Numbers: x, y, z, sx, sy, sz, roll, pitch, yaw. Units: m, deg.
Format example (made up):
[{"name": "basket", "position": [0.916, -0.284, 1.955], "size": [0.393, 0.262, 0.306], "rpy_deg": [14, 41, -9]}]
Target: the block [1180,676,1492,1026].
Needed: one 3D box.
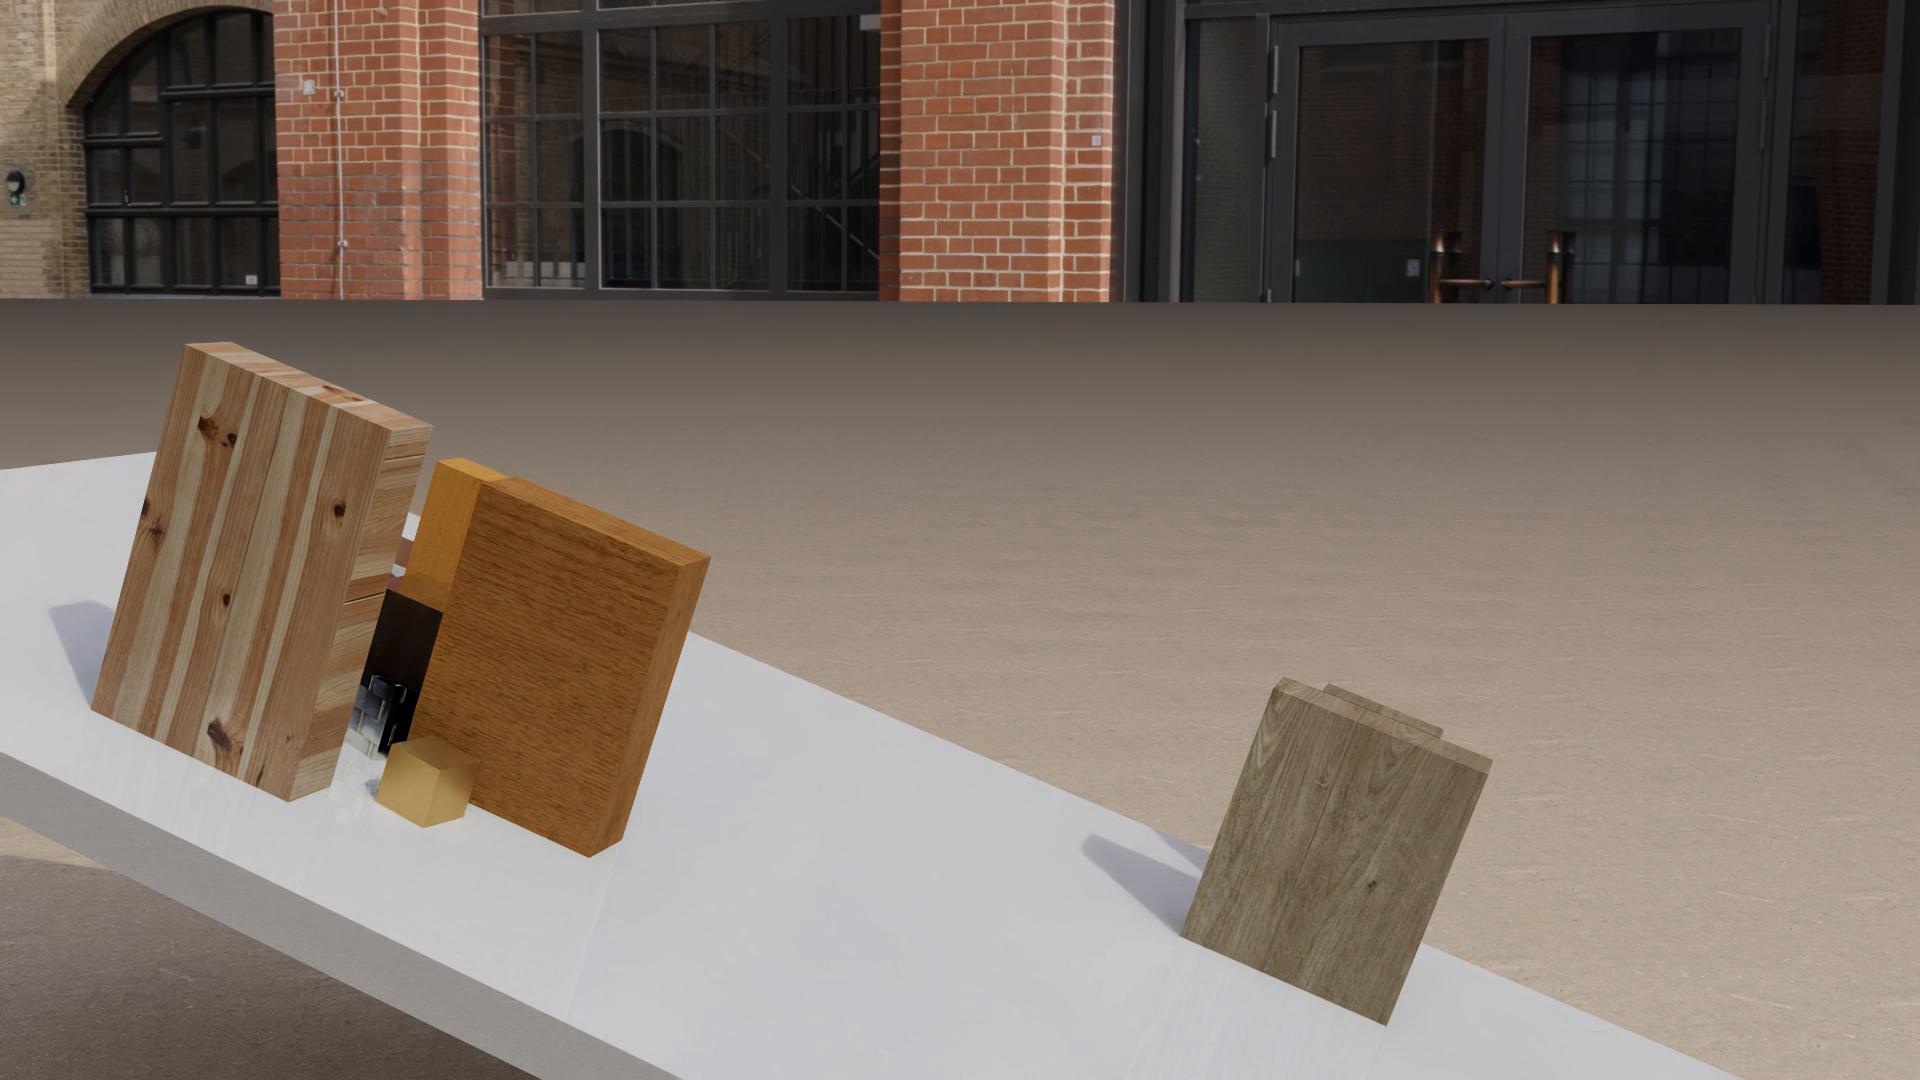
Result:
[{"name": "block", "position": [0.746, 0.615, 4.379], "size": [0.440, 0.547, 0.137], "rpy_deg": [22, 12, 14]}]

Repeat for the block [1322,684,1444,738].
[{"name": "block", "position": [0.815, 0.591, 4.695], "size": [0.261, 0.502, 0.089], "rpy_deg": [22, 12, 14]}]

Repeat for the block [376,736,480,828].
[{"name": "block", "position": [-0.918, 0.416, 3.794], "size": [0.109, 0.109, 0.109], "rpy_deg": [24, 13, 22]}]

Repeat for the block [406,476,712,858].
[{"name": "block", "position": [-0.721, 0.221, 3.893], "size": [0.397, 0.553, 0.130], "rpy_deg": [22, 12, 14]}]

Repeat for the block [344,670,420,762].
[{"name": "block", "position": [-1.043, 0.304, 4.020], "size": [0.142, 0.142, 0.142], "rpy_deg": [26, 14, 30]}]

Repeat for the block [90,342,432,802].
[{"name": "block", "position": [-1.178, 0.050, 3.697], "size": [0.407, 0.662, 0.125], "rpy_deg": [22, 12, 14]}]

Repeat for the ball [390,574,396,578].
[{"name": "ball", "position": [-1.201, 0.139, 4.363], "size": [0.205, 0.205, 0.205], "rpy_deg": [0, 7, 0]}]

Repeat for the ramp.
[{"name": "ramp", "position": [-0.341, 0.630, 4.216], "size": [4.000, 0.100, 2.000], "rpy_deg": [22, 12, 14]}]

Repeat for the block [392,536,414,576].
[{"name": "block", "position": [-1.182, 0.110, 4.560], "size": [0.187, 0.187, 0.187], "rpy_deg": [21, 12, 10]}]

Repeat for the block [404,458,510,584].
[{"name": "block", "position": [-0.924, 0.113, 4.285], "size": [0.313, 0.461, 0.094], "rpy_deg": [22, 12, 14]}]

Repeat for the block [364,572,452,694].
[{"name": "block", "position": [-0.978, 0.169, 4.004], "size": [0.158, 0.158, 0.158], "rpy_deg": [22, 12, 14]}]
